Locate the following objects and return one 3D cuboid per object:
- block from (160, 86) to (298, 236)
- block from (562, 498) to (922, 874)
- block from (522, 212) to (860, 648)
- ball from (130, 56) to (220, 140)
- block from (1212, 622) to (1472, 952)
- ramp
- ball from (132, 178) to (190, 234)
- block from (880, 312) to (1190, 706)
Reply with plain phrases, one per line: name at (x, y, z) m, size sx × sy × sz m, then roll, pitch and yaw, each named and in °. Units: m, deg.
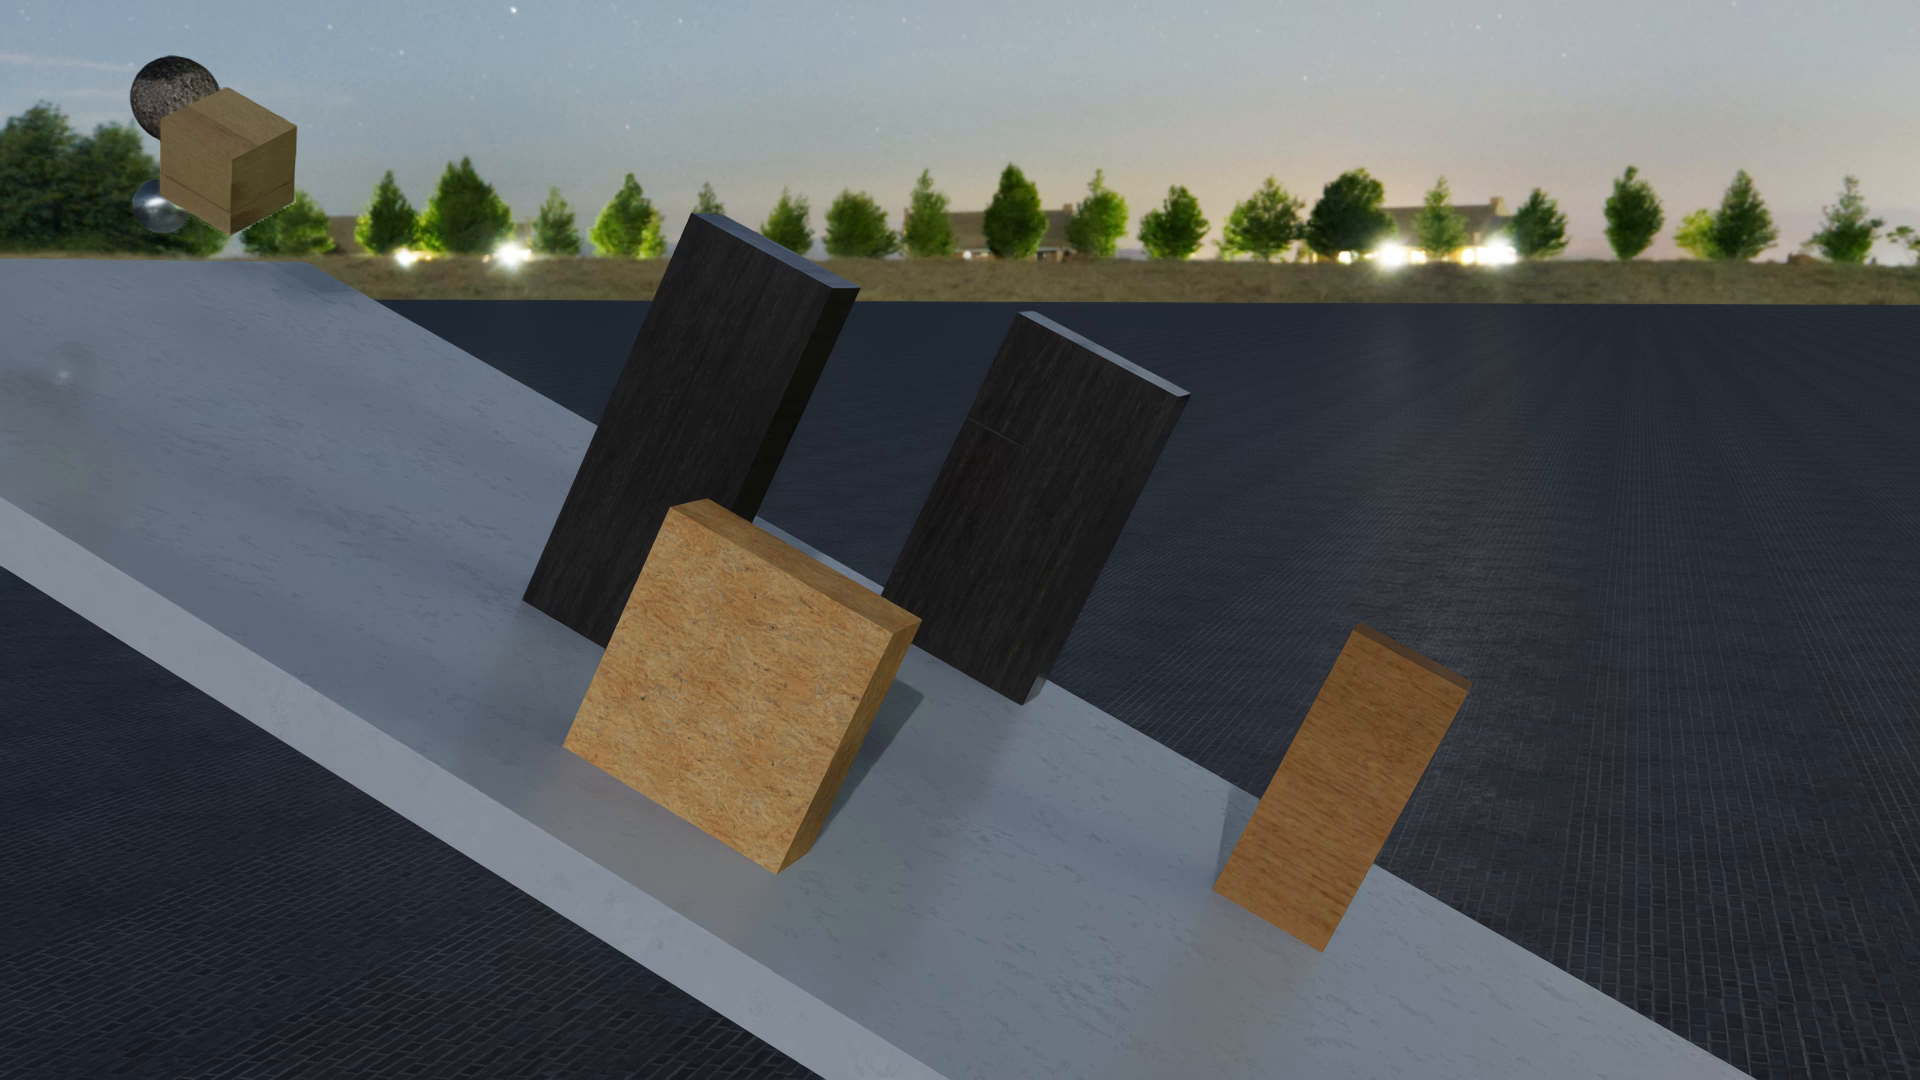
block at (-1.521, -0.788, 4.571) m, size 0.189 × 0.189 × 0.189 m, roll 30°, pitch 41°, yaw 13°
block at (-0.348, 0.228, 3.499) m, size 0.409 × 0.437 × 0.144 m, roll 29°, pitch 14°, yaw 12°
block at (-0.491, -0.170, 3.981) m, size 0.294 × 0.782 × 0.144 m, roll 29°, pitch 14°, yaw 12°
ball at (-1.727, -0.969, 4.846) m, size 0.191 × 0.191 × 0.191 m, roll 0°, pitch 7°, yaw 0°
block at (0.732, 0.474, 4.223) m, size 0.240 × 0.584 × 0.105 m, roll 29°, pitch 14°, yaw 12°
ramp at (-0.243, 0.408, 4.159) m, size 4.000 × 0.100 × 2.000 m, roll 29°, pitch 14°, yaw 12°
ball at (-1.716, -0.718, 4.726) m, size 0.117 × 0.117 × 0.117 m, roll 0°, pitch 7°, yaw 0°
block at (0.149, -0.070, 4.813) m, size 0.394 × 0.759 × 0.140 m, roll 29°, pitch 14°, yaw 12°
